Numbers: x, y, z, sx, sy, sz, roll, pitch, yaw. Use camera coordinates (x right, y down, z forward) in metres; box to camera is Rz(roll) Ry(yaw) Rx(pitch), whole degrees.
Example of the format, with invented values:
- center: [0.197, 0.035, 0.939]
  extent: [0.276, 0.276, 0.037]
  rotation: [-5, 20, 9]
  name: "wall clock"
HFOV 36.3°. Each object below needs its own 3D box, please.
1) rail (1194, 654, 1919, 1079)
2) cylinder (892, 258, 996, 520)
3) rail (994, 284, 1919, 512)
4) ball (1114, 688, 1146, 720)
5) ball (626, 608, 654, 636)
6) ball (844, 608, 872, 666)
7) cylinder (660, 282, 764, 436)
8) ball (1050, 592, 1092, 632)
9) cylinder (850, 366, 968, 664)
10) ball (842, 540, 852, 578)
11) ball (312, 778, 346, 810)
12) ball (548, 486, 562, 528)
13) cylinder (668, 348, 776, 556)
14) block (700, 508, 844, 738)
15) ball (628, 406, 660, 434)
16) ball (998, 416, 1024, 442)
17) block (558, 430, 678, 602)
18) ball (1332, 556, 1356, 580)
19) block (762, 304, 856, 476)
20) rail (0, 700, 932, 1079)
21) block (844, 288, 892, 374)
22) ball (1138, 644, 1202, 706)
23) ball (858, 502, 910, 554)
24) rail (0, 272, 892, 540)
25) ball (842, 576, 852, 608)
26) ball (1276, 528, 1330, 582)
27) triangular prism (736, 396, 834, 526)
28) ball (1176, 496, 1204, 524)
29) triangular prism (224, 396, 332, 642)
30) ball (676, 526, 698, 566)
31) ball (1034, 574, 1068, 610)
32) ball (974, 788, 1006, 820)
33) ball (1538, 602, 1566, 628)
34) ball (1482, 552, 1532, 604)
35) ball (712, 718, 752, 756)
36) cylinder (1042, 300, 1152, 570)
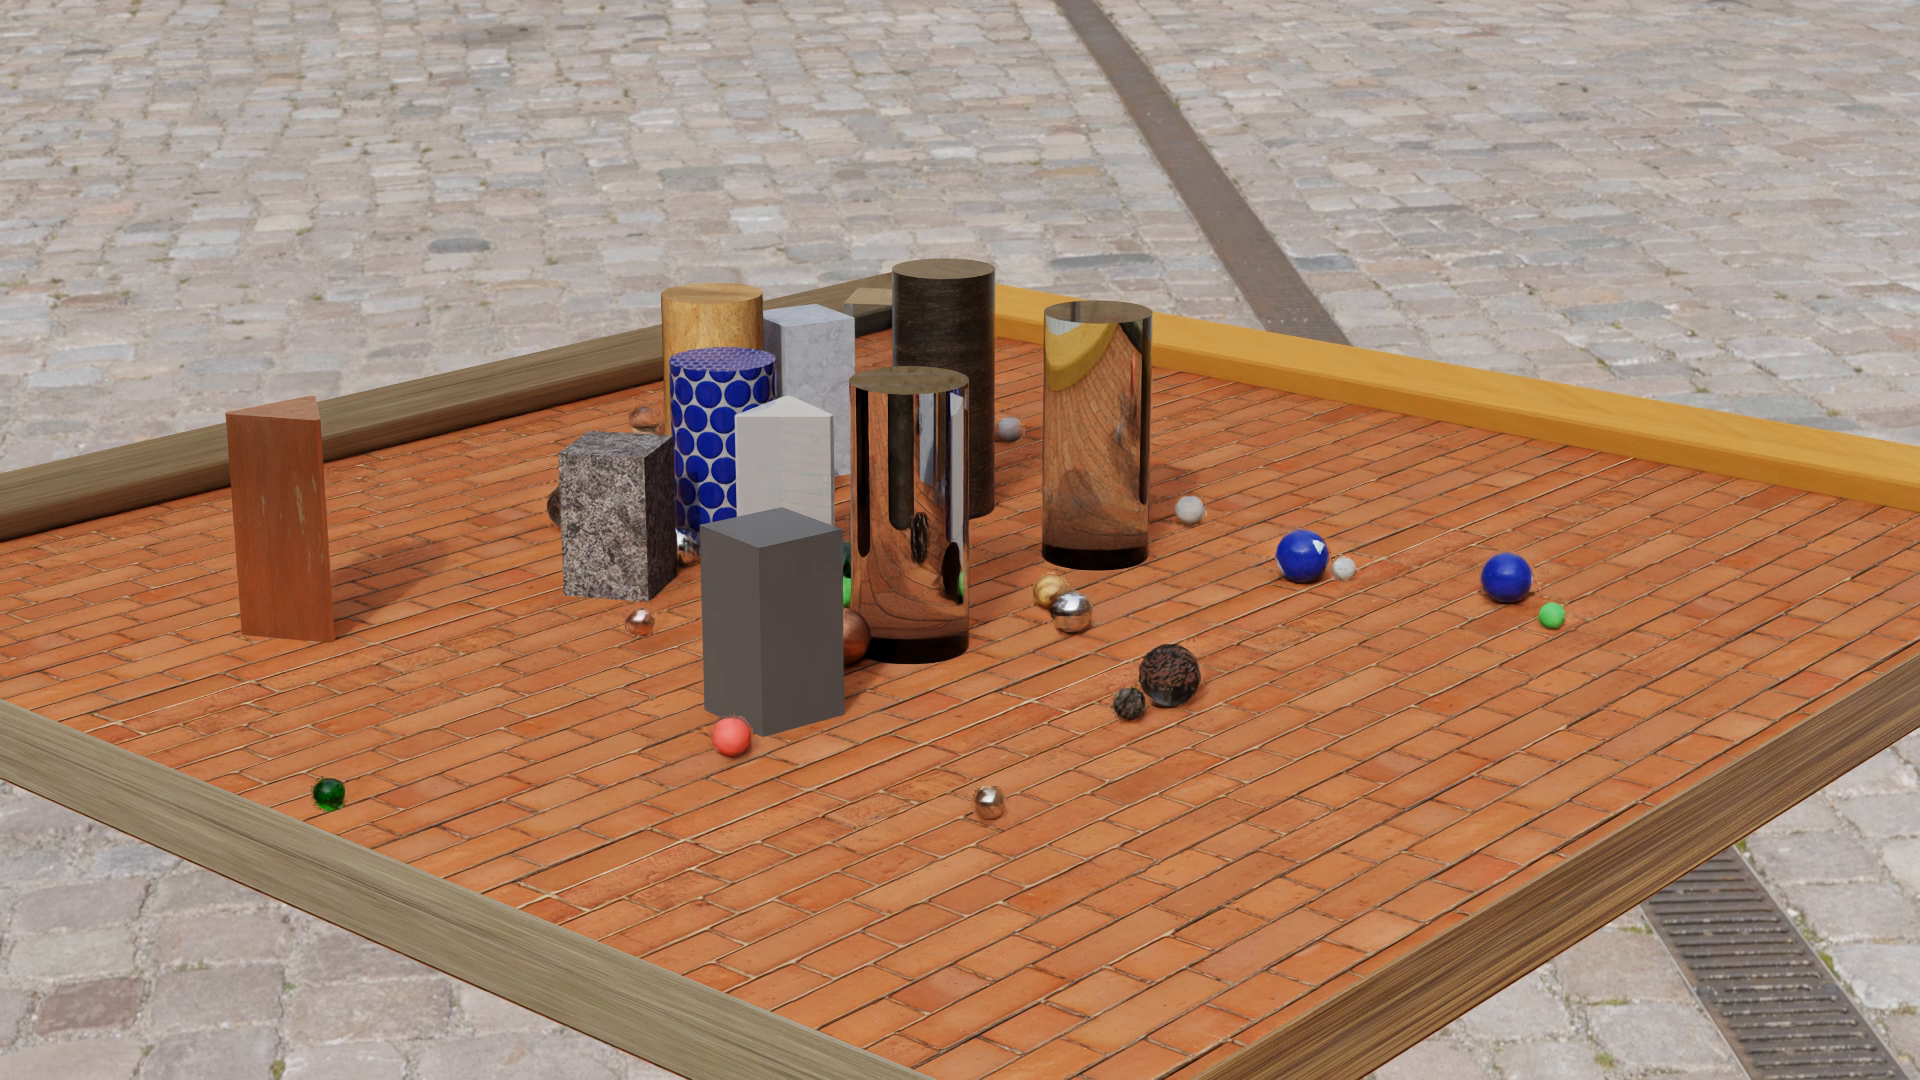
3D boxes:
- center: [1.154, 0.321, 4.161]
  extent: [0.045, 0.126, 3.183]
  rotation: [14, 22, 39]
  name: "rail"
- center: [-0.031, -0.287, 5.588]
  extent: [0.195, 0.468, 0.195]
  rotation: [0, 17, 0]
  name: "cylinder"
- center: [1.028, -0.310, 6.253]
  extent: [3.103, 0.126, 0.045]
  rotation: [14, 22, 39]
  name: "rail"
- center: [0.262, 0.252, 4.523]
  extent: [0.051, 0.051, 0.051]
  rotation: [0, 17, 0]
  name: "ball"
- center: [-0.534, 0.138, 4.909]
  extent: [0.047, 0.047, 0.047]
  rotation: [0, 17, 0]
  name: "ball"
- center: [-0.191, 0.158, 4.764]
  extent: [0.093, 0.093, 0.093]
  rotation: [0, 17, 0]
  name: "ball"
- center: [-0.476, -0.281, 5.681]
  extent: [0.195, 0.403, 0.195]
  rotation: [0, 17, 0]
  name: "cylinder"
- center: [0.187, 0.122, 4.925]
  extent: [0.069, 0.069, 0.069]
  rotation: [0, 17, 0]
  name: "ball"
- center: [-0.082, -0.042, 4.803]
  extent: [0.195, 0.452, 0.195]
  rotation: [0, 17, 0]
  name: "cylinder"
- center: [-0.200, 0.048, 5.122]
  extent: [0.095, 0.095, 0.095]
  rotation: [0, 17, 0]
  name: "ball"
- center: [-0.897, 0.361, 4.170]
  extent: [0.046, 0.046, 0.046]
  rotation: [0, 17, 0]
  name: "ball"
- center: [-0.731, -0.063, 5.505]
  extent: [0.088, 0.088, 0.088]
  rotation: [0, 17, 0]
  name: "ball"
- center: [-0.432, -0.162, 5.383]
  extent: [0.195, 0.348, 0.195]
  rotation: [0, 17, 0]
  name: "cylinder"
- center: [-0.289, 0.124, 4.515]
  extent: [0.156, 0.301, 0.156]
  rotation: [-13, 21, -37]
  name: "block"
- center: [-0.663, -0.247, 6.155]
  extent: [0.064, 0.064, 0.064]
  rotation: [0, 17, 0]
  name: "ball"
- center: [0.106, -0.232, 6.123]
  extent: [0.053, 0.053, 0.053]
  rotation: [0, 17, 0]
  name: "ball"
- center: [-0.598, -0.043, 5.143]
  extent: [0.156, 0.259, 0.156]
  rotation: [4, 17, 13]
  name: "block"
- center: [0.681, 0.051, 5.204]
  extent: [0.043, 0.043, 0.043]
  rotation: [0, 17, 0]
  name: "ball"
- center: [-0.316, -0.295, 5.873]
  extent: [0.156, 0.318, 0.156]
  rotation: [-10, 20, -31]
  name: "block"
- center: [-1.028, 0.374, 3.987]
  extent: [3.103, 0.126, 0.045]
  rotation: [14, 22, 39]
  name: "rail"
- center: [-0.148, -0.352, 6.079]
  extent: [0.156, 0.310, 0.156]
  rotation: [3, 17, 9]
  name: "block"
- center: [0.328, 0.211, 4.580]
  extent: [0.097, 0.097, 0.097]
  rotation: [0, 17, 0]
  name: "ball"
- center: [-0.139, -0.023, 5.361]
  extent: [0.093, 0.093, 0.093]
  rotation: [0, 17, 0]
  name: "ball"
- center: [-1.154, -0.258, 6.079]
  extent: [0.045, 0.126, 3.183]
  rotation: [14, 22, 39]
  name: "rail"
- center: [-0.200, 0.090, 5.059]
  extent: [0.052, 0.052, 0.052]
  rotation: [0, 17, 0]
  name: "ball"
- center: [0.607, 0.028, 5.191]
  extent: [0.095, 0.095, 0.095]
  rotation: [0, 17, 0]
  name: "ball"
- center: [-0.307, -0.089, 5.210]
  extent: [0.168, 0.308, 0.146]
  rotation: [0, 17, 0]
  name: "triangular prism"
- center: [0.434, -0.057, 5.538]
  extent: [0.056, 0.056, 0.056]
  rotation: [0, 17, 0]
  name: "ball"
- center: [-1.107, -0.039, 4.915]
  extent: [0.168, 0.382, 0.146]
  rotation: [5, 17, 15]
  name: "triangular prism"
- center: [-0.508, 0.012, 5.283]
  extent: [0.072, 0.072, 0.072]
  rotation: [0, 17, 0]
  name: "ball"
- center: [0.156, 0.090, 5.048]
  extent: [0.059, 0.059, 0.059]
  rotation: [0, 17, 0]
  name: "ball"
- center: [0.042, 0.372, 4.138]
  extent: [0.045, 0.045, 0.045]
  rotation: [0, 17, 0]
  name: "ball"
- center: [0.999, 0.128, 4.947]
  extent: [0.044, 0.044, 0.044]
  rotation: [0, 17, 0]
  name: "ball"
- center: [0.948, 0.065, 5.078]
  extent: [0.088, 0.088, 0.088]
  rotation: [0, 17, 0]
  name: "ball"
- center: [-0.341, 0.293, 4.374]
  extent: [0.058, 0.058, 0.058]
  rotation: [0, 17, 0]
  name: "ball"
- center: [0.246, -0.190, 5.292]
  extent: [0.195, 0.453, 0.195]
  rotation: [0, 17, 0]
  name: "cylinder"
